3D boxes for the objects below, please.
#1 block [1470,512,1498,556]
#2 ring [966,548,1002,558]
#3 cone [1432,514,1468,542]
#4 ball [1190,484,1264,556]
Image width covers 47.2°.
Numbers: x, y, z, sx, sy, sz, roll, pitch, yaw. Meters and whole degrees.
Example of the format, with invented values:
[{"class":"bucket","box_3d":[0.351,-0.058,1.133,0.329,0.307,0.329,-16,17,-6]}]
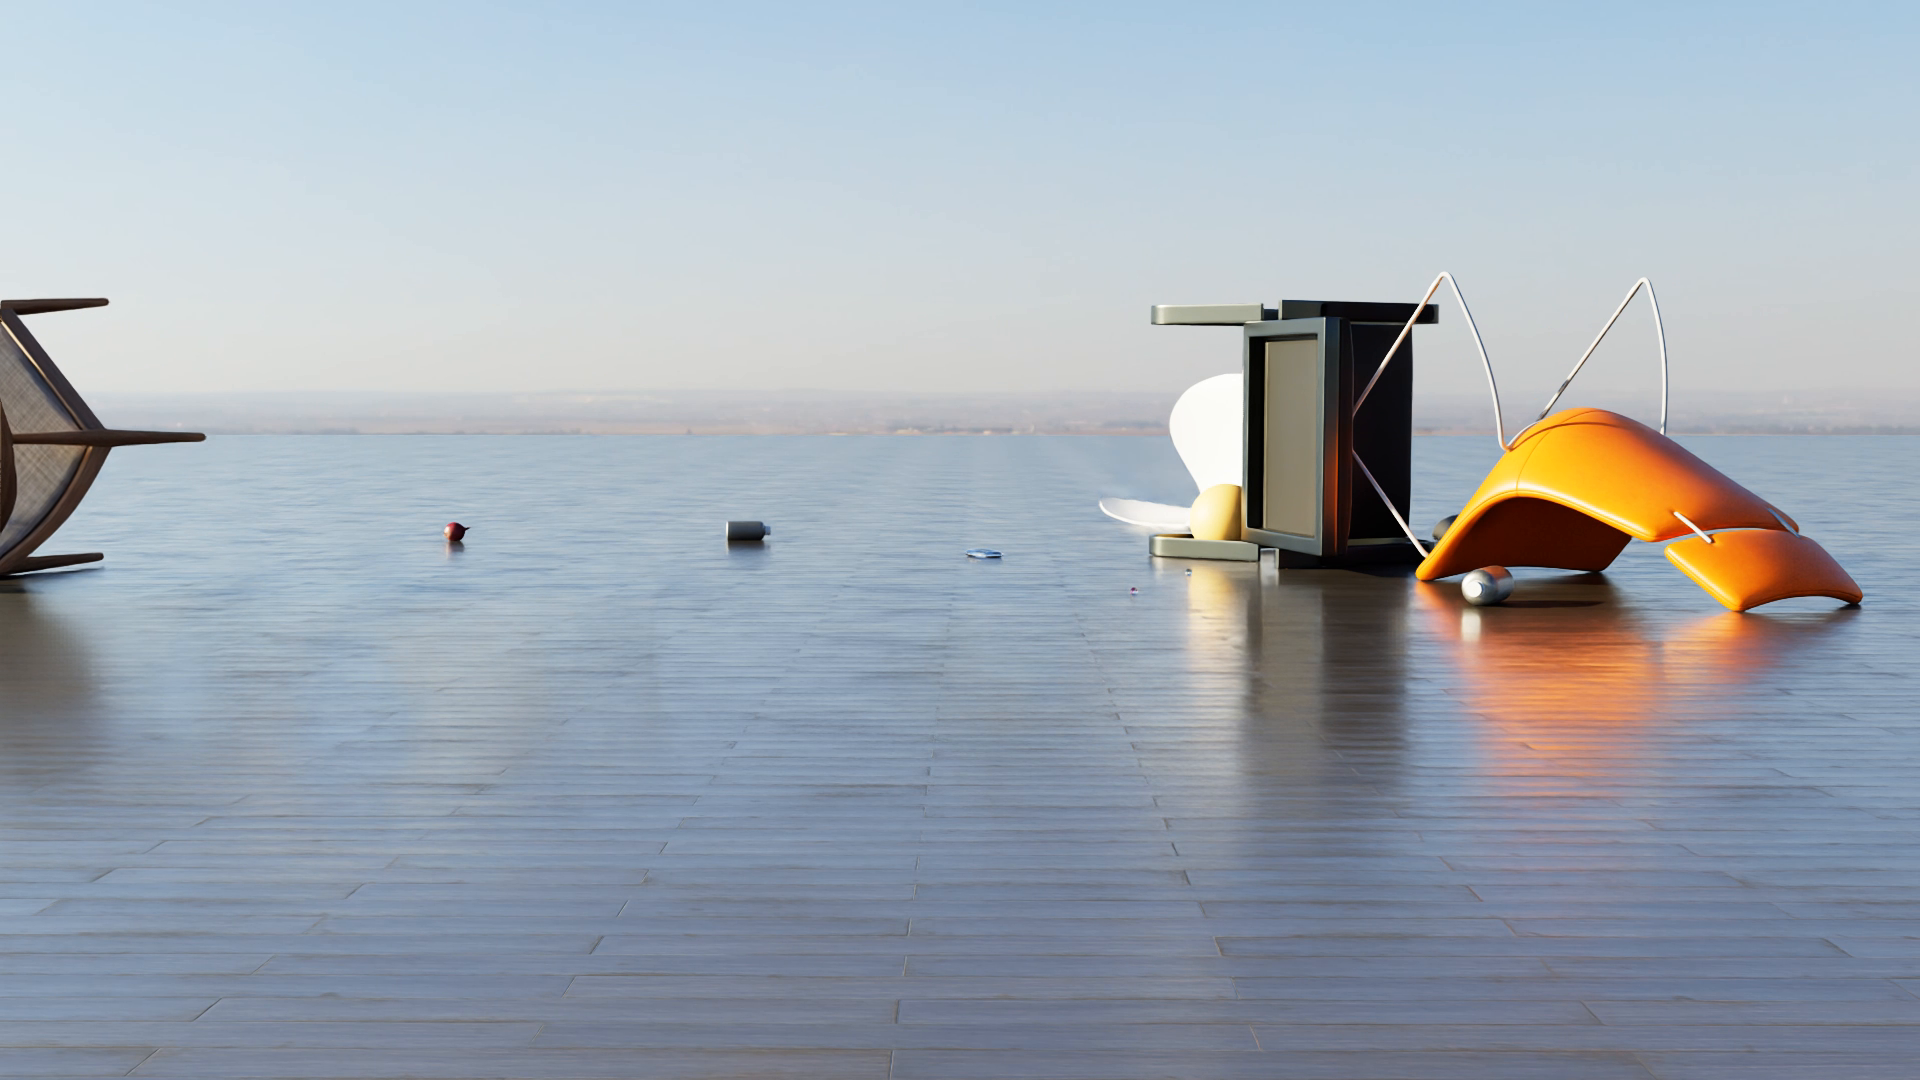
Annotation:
[{"class":"block","box_3d":[1.430,-0.017,6.000,0.069,0.109,0.154,1,4,16]},{"class":"ring","box_3d":[0.064,0.036,5.887,0.075,0.018,0.148,-3,5,-32]},{"class":"cone","box_3d":[1.469,-0.015,6.474,0.135,0.085,0.086,-12,37,-30]},{"class":"ball","box_3d":[0.714,-0.054,5.894,0.197,0.197,0.197,0,4,0]}]
